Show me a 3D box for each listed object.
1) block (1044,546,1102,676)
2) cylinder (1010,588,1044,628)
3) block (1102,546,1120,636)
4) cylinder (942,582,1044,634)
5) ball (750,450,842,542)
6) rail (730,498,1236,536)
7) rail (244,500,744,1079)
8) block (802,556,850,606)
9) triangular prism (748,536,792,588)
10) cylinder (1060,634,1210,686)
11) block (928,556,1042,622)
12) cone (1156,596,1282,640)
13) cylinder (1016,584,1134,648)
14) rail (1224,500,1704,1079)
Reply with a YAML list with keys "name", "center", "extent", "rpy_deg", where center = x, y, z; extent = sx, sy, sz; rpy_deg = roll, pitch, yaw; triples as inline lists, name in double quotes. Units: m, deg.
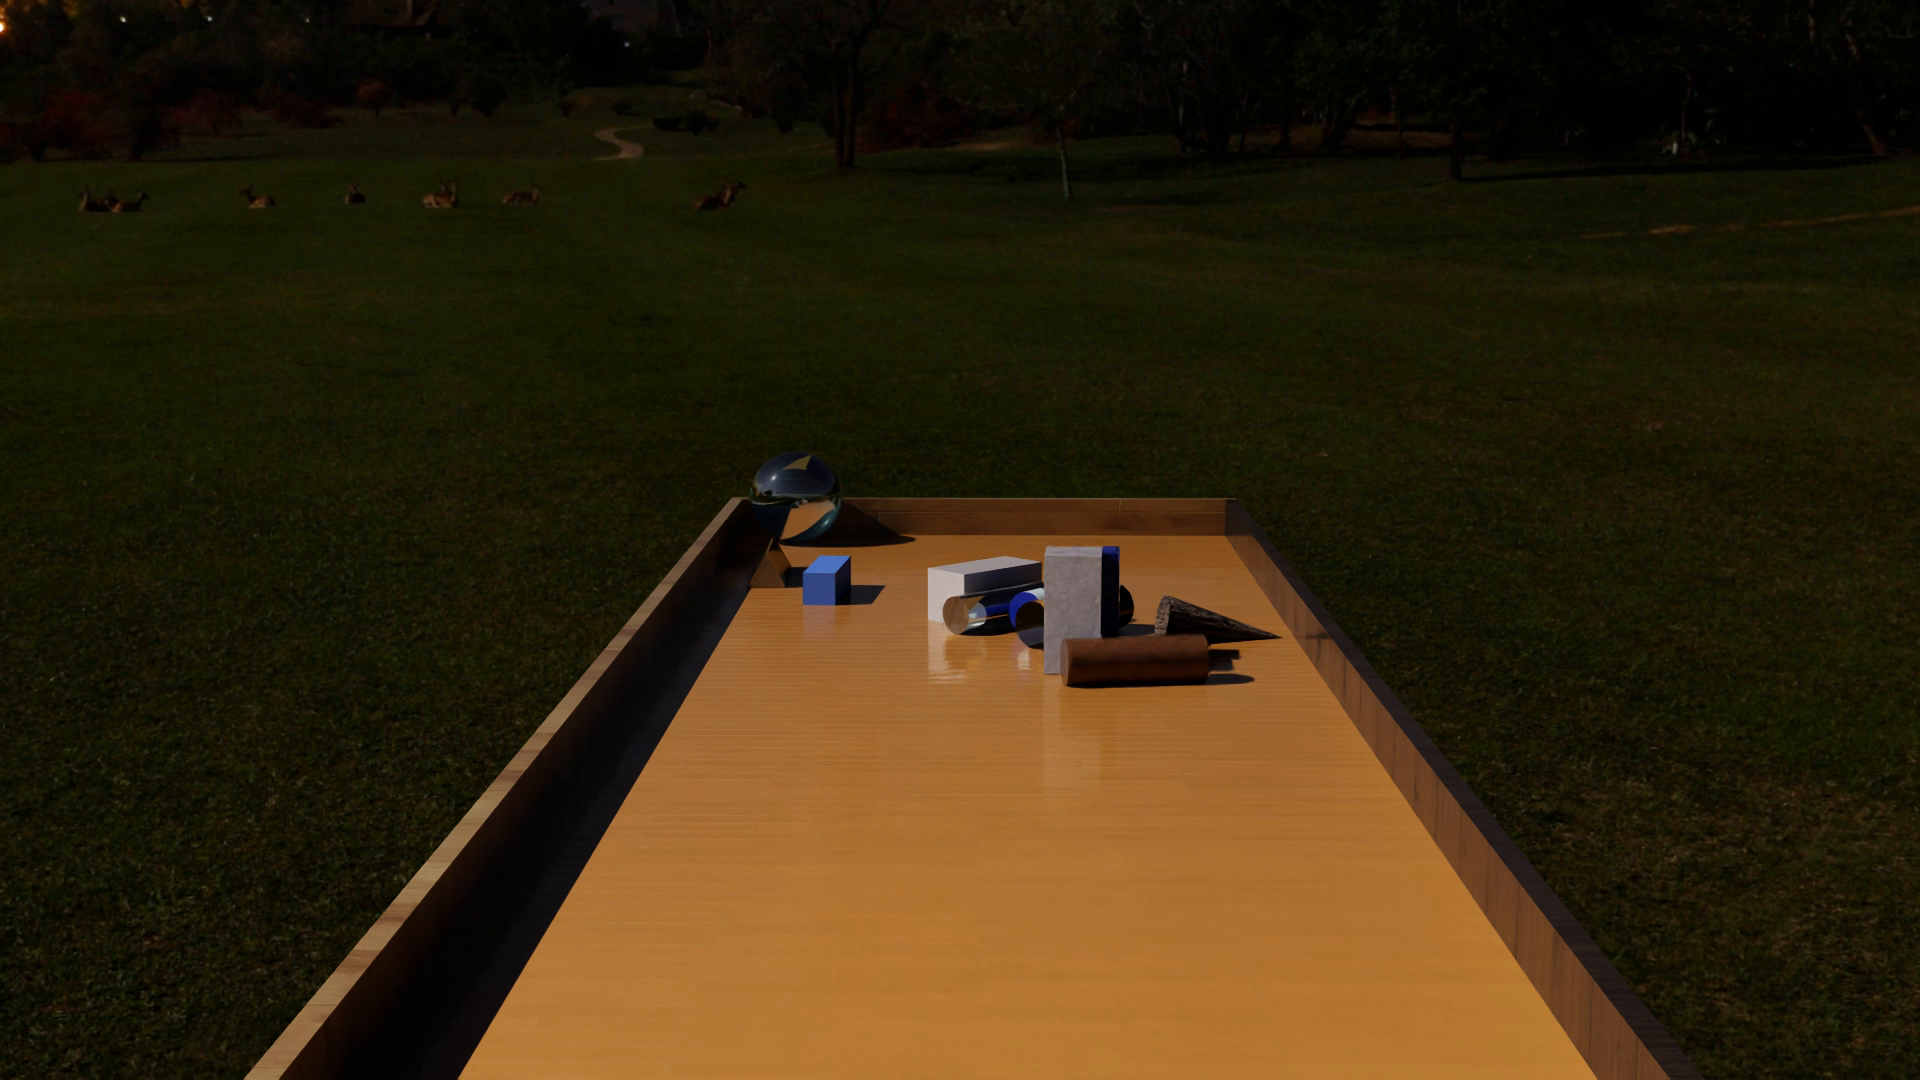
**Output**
- name: "block"
  center: [0.337, 0.209, 6.539]
  extent: [0.167, 0.358, 0.167]
  rpy_deg: [1, 10, 5]
- name: "cylinder"
  center: [0.315, 0.217, 7.186]
  extent: [0.142, 0.142, 0.324]
  rpy_deg: [7, 11, 38]
- name: "block"
  center: [0.415, 0.197, 6.687]
  extent: [0.138, 0.337, 0.138]
  rpy_deg: [1, 9, 5]
- name: "cylinder"
  center: [0.138, 0.220, 7.227]
  extent: [0.419, 0.123, 0.123]
  rpy_deg: [-8, 12, -42]
- name: "ball"
  center: [-0.664, -0.175, 8.925]
  extent: [0.372, 0.372, 0.372]
  rpy_deg: [0, 9, 0]
- name: "rail"
  center: [0.099, -0.098, 9.147]
  extent: [2.100, 0.150, 0.050]
  rpy_deg: [0, 9, 1]
- name: "rail"
  center: [-1.004, 0.839, 3.234]
  extent: [0.050, 0.150, 12.000]
  rpy_deg: [0, 9, 1]
- name: "block"
  center: [-0.468, 0.141, 7.763]
  extent: [0.112, 0.112, 0.370]
  rpy_deg: [1, 9, 6]
- name: "triangular prism"
  center: [-0.702, 0.079, 8.118]
  extent: [0.133, 0.116, 0.436]
  rpy_deg: [-1, 9, -1]
- name: "cylinder"
  center: [0.506, 0.347, 6.383]
  extent: [0.412, 0.137, 0.137]
  rpy_deg: [-1, 9, -8]
- name: "block"
  center: [0.085, 0.170, 7.375]
  extent: [0.360, 0.175, 0.175]
  rpy_deg: [-8, 12, -43]
- name: "cone"
  center: [0.839, 0.281, 6.997]
  extent: [0.408, 0.153, 0.153]
  rpy_deg: [9, 7, -10]
- name: "cylinder"
  center: [0.369, 0.240, 7.020]
  extent: [0.150, 0.150, 0.432]
  rpy_deg: [7, 12, 39]
- name: "rail"
  center: [1.046, 0.843, 3.208]
  extent: [0.050, 0.150, 12.000]
  rpy_deg: [0, 9, 1]
